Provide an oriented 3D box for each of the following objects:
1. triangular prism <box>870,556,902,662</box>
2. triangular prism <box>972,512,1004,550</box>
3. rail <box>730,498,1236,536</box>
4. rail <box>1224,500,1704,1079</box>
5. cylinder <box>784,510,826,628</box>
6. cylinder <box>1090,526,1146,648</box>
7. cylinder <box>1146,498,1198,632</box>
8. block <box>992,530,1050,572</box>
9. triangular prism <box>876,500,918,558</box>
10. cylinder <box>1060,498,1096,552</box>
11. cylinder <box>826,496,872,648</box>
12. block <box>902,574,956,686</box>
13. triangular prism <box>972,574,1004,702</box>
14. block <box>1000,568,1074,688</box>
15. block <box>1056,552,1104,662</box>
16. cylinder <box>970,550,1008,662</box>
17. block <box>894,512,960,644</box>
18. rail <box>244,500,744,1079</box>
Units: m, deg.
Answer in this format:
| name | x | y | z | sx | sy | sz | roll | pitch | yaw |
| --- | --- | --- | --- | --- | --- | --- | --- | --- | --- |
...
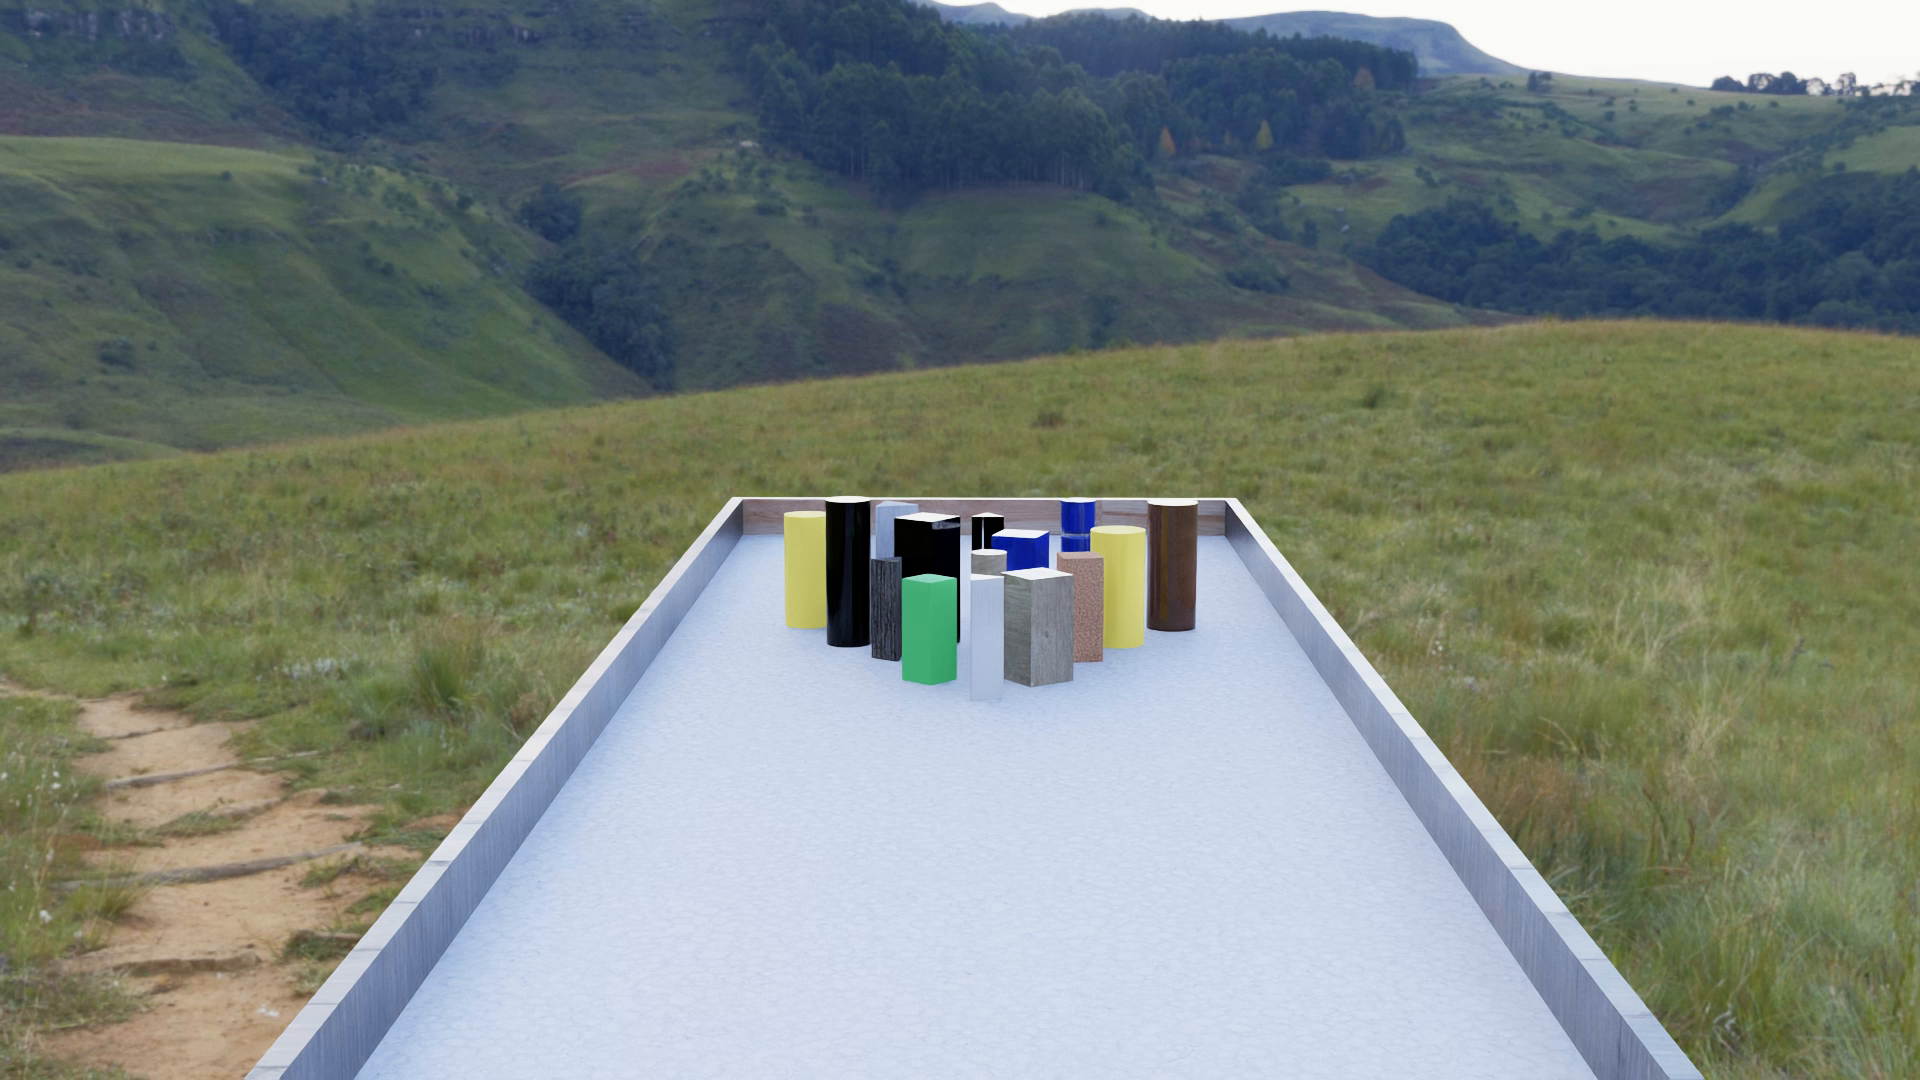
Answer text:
| name | x | y | z | sx | sy | sz | roll | pitch | yaw |
| --- | --- | --- | --- | --- | --- | --- | --- | --- | --- |
| triangular prism | -0.205 | 0.208 | 6.717 | 0.100 | 0.306 | 0.087 | 6 | 11 | 35 |
| triangular prism | 0.090 | 0.098 | 7.215 | 0.103 | 0.368 | 0.089 | 0 | 9 | -1 |
| rail | 0.099 | -0.098 | 9.147 | 2.100 | 0.150 | 0.050 | 0 | 9 | 1 |
| rail | 1.046 | 0.843 | 3.208 | 0.050 | 0.150 | 12.000 | 0 | 9 | 1 |
| cylinder | -0.501 | 0.097 | 7.226 | 0.151 | 0.367 | 0.151 | 0 | 9 | 0 |
| cylinder | 0.496 | 0.147 | 6.926 | 0.173 | 0.362 | 0.173 | 0 | 9 | 0 |
| cylinder | 0.691 | 0.081 | 7.179 | 0.163 | 0.413 | 0.163 | 0 | 9 | 0 |
| block | 0.190 | 0.152 | 6.937 | 0.146 | 0.349 | 0.146 | 3 | 9 | 18 |
| triangular prism | -0.222 | 0.079 | 7.214 | 0.142 | 0.405 | 0.123 | -3 | 9 | -18 |
| cylinder | 0.386 | 0.075 | 7.208 | 0.112 | 0.416 | 0.112 | 0 | 9 | 0 |
| cylinder | -0.350 | 0.099 | 6.918 | 0.143 | 0.459 | 0.143 | 0 | 9 | 0 |
| block | -0.089 | 0.260 | 6.409 | 0.113 | 0.301 | 0.113 | 8 | 12 | 41 |
| triangular prism | 0.055 | 0.272 | 6.195 | 0.106 | 0.345 | 0.091 | -5 | 10 | -30 |
| block | 0.224 | 0.253 | 6.412 | 0.153 | 0.314 | 0.153 | -6 | 11 | -34 |
| block | 0.365 | 0.204 | 6.703 | 0.123 | 0.320 | 0.123 | -1 | 9 | -7 |
| cylinder | 0.087 | 0.203 | 6.655 | 0.109 | 0.336 | 0.109 | 0 | 9 | 0 |
| block | -0.102 | 0.127 | 6.920 | 0.149 | 0.403 | 0.149 | 6 | 11 | 35 |
| rail | -1.004 | 0.839 | 3.234 | 0.050 | 0.150 | 12.000 | 0 | 9 | 1 |
